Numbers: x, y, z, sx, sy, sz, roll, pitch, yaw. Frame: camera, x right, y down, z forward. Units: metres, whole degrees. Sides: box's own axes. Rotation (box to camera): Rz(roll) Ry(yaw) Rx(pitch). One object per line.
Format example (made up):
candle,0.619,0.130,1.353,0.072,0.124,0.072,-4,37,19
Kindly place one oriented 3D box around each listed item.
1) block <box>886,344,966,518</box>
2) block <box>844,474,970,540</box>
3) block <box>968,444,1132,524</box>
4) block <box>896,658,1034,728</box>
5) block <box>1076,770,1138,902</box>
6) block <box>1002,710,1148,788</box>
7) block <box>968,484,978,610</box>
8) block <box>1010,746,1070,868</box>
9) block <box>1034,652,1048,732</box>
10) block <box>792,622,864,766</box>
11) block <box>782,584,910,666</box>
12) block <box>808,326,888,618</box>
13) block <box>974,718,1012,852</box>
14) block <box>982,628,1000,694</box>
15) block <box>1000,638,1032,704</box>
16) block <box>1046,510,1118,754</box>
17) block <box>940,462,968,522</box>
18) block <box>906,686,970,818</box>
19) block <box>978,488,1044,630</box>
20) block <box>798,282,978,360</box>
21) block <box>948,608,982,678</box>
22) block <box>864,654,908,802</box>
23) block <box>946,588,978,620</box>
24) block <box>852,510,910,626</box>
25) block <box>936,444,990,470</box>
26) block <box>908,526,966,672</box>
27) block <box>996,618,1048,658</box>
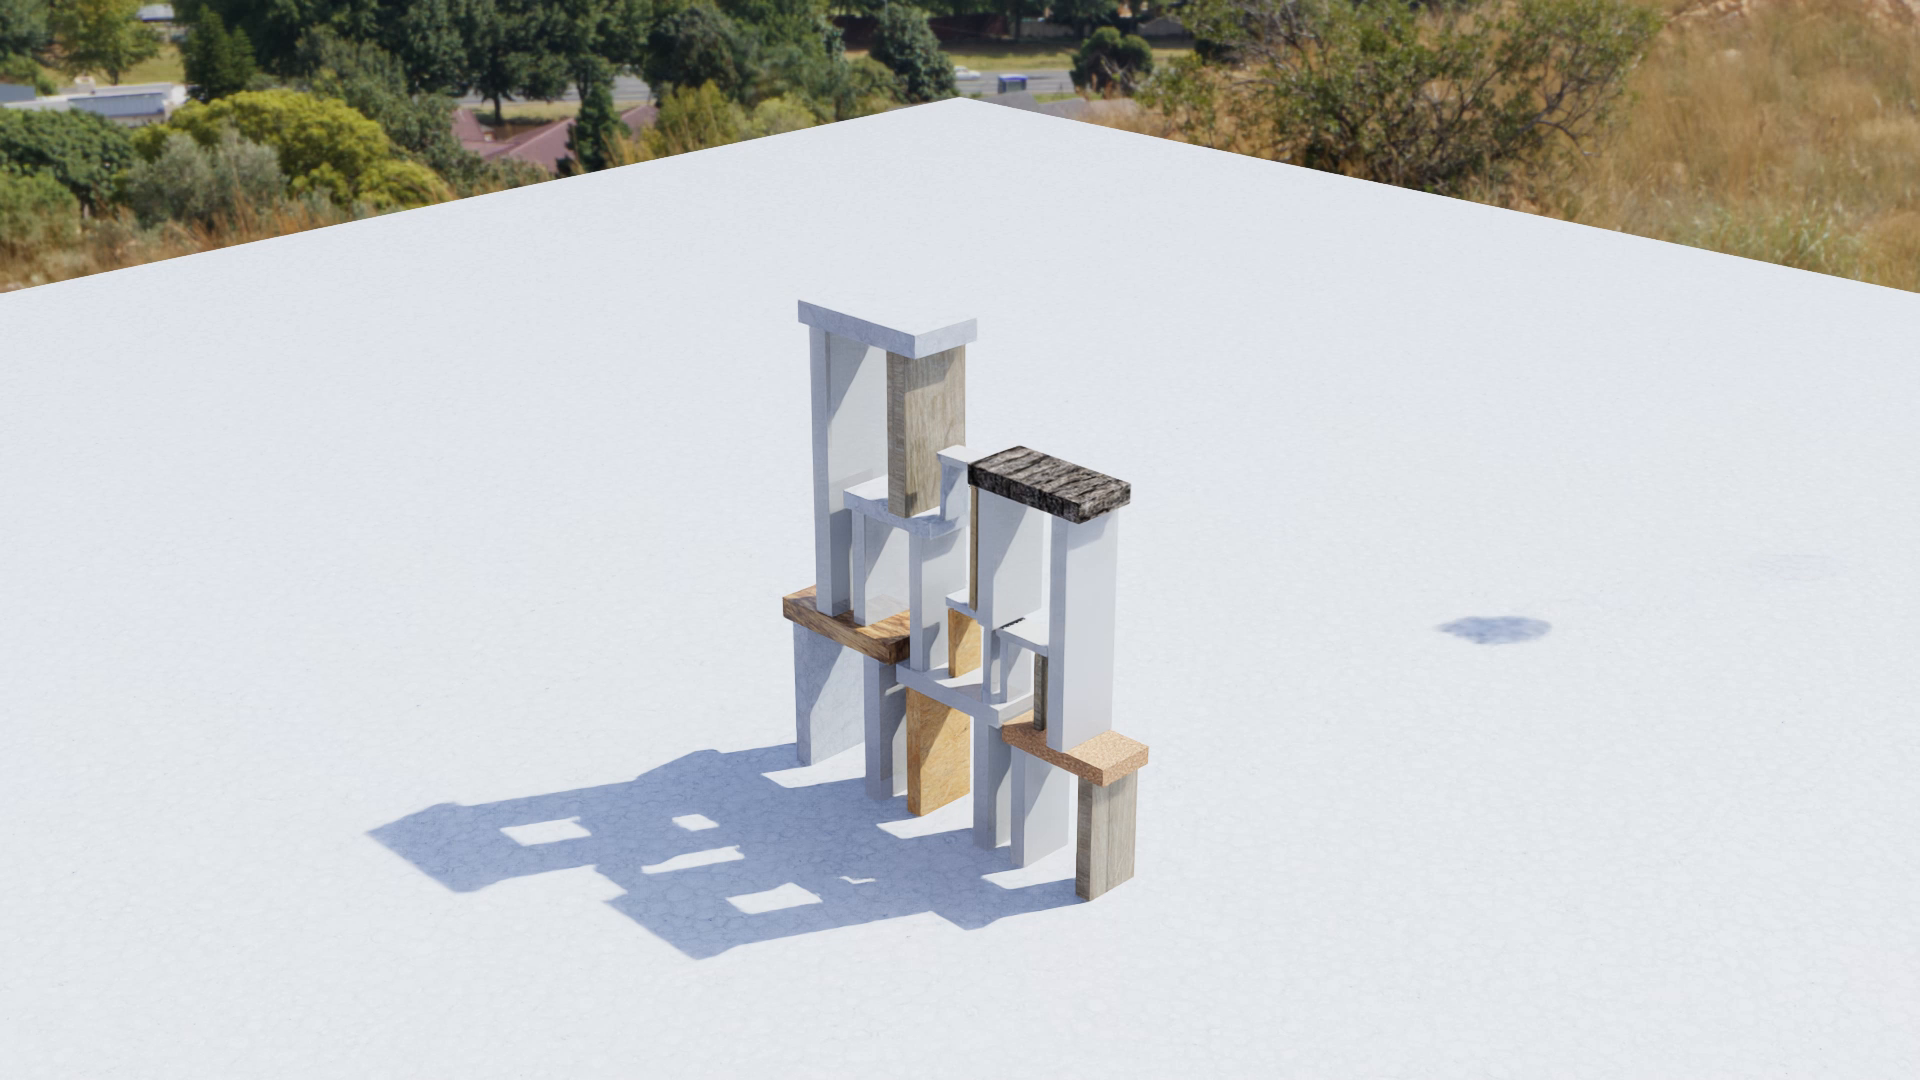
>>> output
block,-0.064,-0.220,4.206,0.046,0.327,0.163,21,31,41
block,-0.101,-0.066,4.306,0.245,0.035,0.122,21,31,41
block,0.161,-0.103,4.004,0.277,0.039,0.139,21,31,41
block,0.023,0.283,4.321,0.282,0.040,0.141,21,31,41
block,0.277,0.543,4.154,0.036,0.256,0.128,21,31,41
block,0.216,0.384,4.152,0.256,0.036,0.128,21,31,41
block,0.045,-0.003,4.172,0.058,0.279,0.017,-21,31,-41
block,0.156,0.495,4.265,0.036,0.257,0.128,21,31,41
block,0.169,0.277,4.153,0.019,0.161,0.066,21,31,41
block,-0.273,0.300,4.642,0.046,0.321,0.161,21,31,41
block,-0.197,0.161,4.500,0.321,0.046,0.161,21,31,41
block,-0.218,-0.151,4.402,0.046,0.606,0.163,21,31,41
block,0.090,0.457,4.322,0.040,0.282,0.141,21,31,41
block,0.077,0.218,4.241,0.071,0.142,0.020,-21,31,-41
block,0.107,0.239,4.205,0.019,0.132,0.066,21,31,41
block,0.225,0.156,4.044,0.139,0.468,0.039,-21,31,-41
block,-0.011,-0.098,4.189,0.017,0.117,0.058,24,33,39
block,-0.043,0.405,4.445,0.040,0.282,0.141,21,31,41
block,0.096,0.017,4.126,0.039,0.277,0.139,21,31,39
block,-0.141,-0.421,4.204,0.327,0.046,0.163,21,31,41
block,0.009,0.192,4.303,0.020,0.142,0.071,21,31,41
block,-0.121,0.360,4.502,0.046,0.321,0.161,21,31,41
block,0.046,0.129,4.242,0.071,0.020,0.142,-20,30,-38
block,-0.158,0.040,4.414,0.035,0.245,0.122,21,31,41
block,0.018,-0.150,4.139,0.117,0.017,0.058,19,30,38
block,-0.043,0.106,4.316,0.122,0.290,0.035,-21,31,-41
block,0.138,0.182,4.146,0.066,0.019,0.132,-21,31,-41
